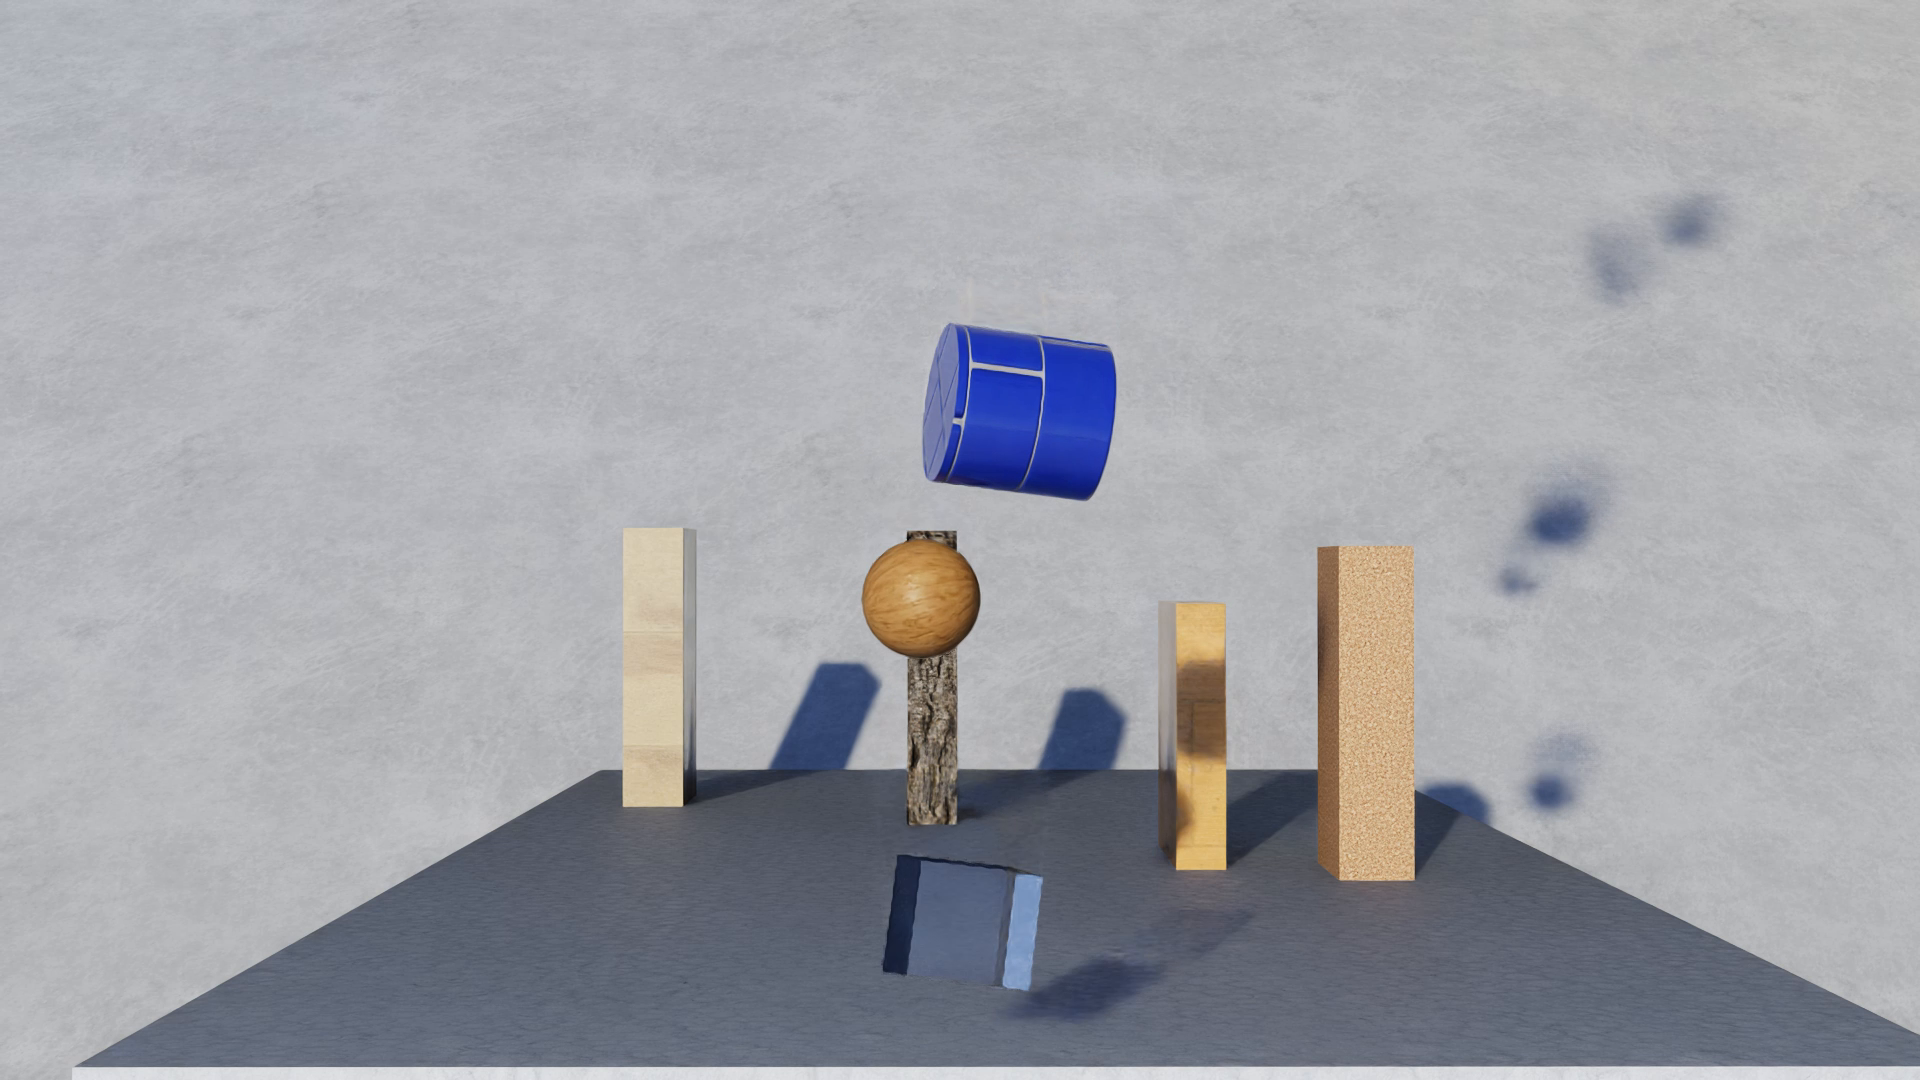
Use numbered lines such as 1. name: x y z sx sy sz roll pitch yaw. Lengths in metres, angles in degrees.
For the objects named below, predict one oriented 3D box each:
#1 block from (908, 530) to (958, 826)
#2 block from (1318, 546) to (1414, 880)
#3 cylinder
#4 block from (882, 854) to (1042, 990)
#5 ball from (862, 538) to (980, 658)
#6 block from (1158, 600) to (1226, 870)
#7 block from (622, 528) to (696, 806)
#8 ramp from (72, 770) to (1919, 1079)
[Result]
1. block: -0.056 0.282 5.459 0.101 0.598 0.402 0 -1 0
2. block: 0.696 0.291 4.461 0.125 0.559 0.260 0 -1 0
3. cylinder: 0.065 -0.143 2.909 0.179 0.179 0.179 8 30 -12
4. block: 0.004 0.386 2.612 0.117 0.117 0.117 4 -11 20
5. ball: -0.046 0.068 3.034 0.139 0.139 0.139 0 32 0
6. block: 0.417 0.342 4.685 0.086 0.460 0.397 0 -1 0
7. block: -0.673 0.280 5.826 0.131 0.610 0.295 0 -1 0
8. ramp: 0.071 0.623 4.709 2.000 0.100 4.000 0 -1 0
